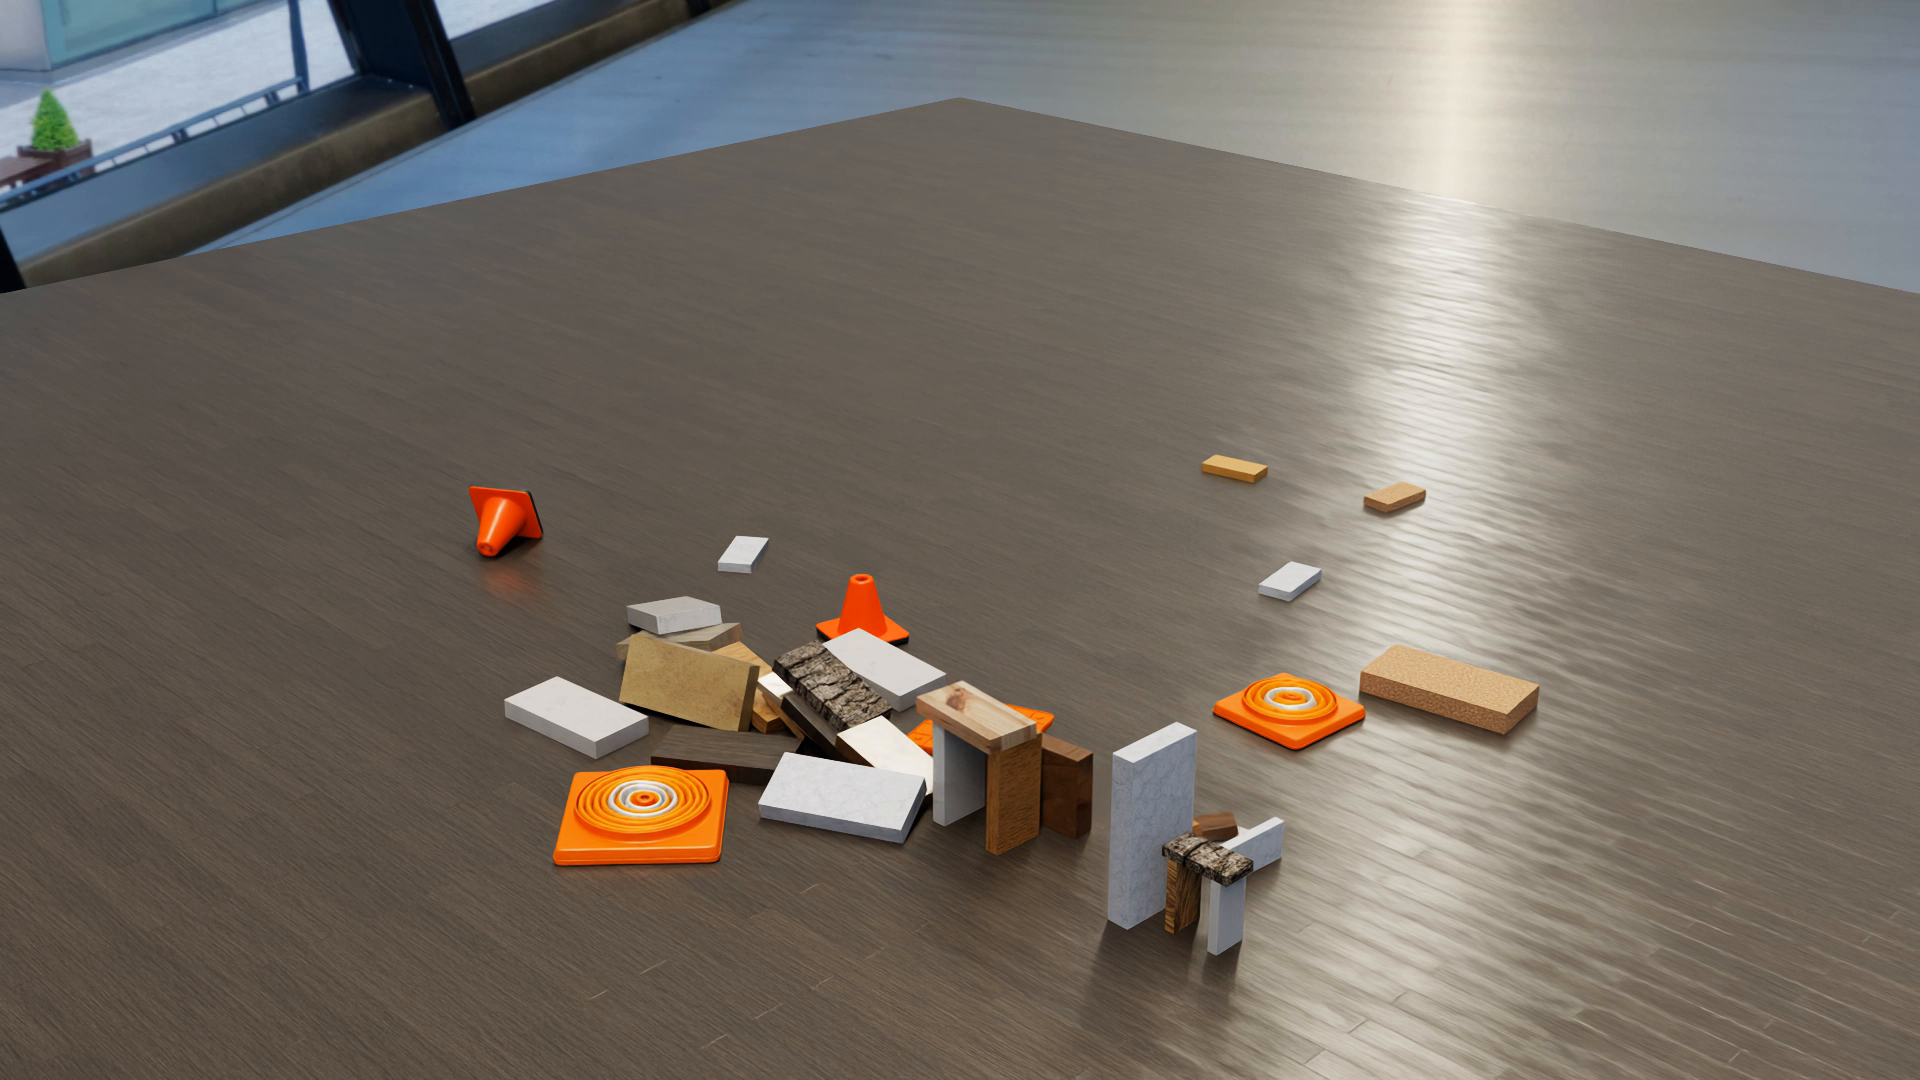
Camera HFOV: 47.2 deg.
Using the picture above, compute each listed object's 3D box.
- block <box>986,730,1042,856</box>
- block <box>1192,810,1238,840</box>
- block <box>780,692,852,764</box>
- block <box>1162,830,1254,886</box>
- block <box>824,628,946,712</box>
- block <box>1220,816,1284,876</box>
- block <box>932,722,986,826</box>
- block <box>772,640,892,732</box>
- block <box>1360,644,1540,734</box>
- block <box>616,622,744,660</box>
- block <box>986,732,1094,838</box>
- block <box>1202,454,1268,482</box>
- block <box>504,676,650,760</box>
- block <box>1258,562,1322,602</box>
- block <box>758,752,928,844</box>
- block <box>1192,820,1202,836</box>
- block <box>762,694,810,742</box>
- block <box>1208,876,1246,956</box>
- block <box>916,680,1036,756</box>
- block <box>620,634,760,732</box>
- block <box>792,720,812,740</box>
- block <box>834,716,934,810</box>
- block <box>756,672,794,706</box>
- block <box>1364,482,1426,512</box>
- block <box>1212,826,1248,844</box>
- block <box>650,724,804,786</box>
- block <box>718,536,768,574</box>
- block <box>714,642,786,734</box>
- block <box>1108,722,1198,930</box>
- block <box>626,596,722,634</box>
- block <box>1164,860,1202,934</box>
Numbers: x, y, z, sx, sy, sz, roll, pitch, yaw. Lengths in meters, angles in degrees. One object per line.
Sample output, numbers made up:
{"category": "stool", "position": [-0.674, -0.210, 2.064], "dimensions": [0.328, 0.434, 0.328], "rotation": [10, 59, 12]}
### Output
{"category": "block", "position": [0.106, 0.491, 4.305], "dimensions": [0.116, 0.232, 0.033], "rotation": [-21, 32, -40]}
{"category": "block", "position": [0.464, 0.571, 4.334], "dimensions": [0.160, 0.023, 0.080], "rotation": [-10, 14, 3]}
{"category": "block", "position": [-0.254, 0.400, 4.669], "dimensions": [0.124, 0.035, 0.247], "rotation": [-21, 51, -40]}
{"category": "block", "position": [0.449, 0.577, 3.986], "dimensions": [0.151, 0.021, 0.076], "rotation": [21, 31, 41]}
{"category": "block", "position": [-0.185, 0.292, 4.991], "dimensions": [0.290, 0.041, 0.145], "rotation": [25, 35, 38]}
{"category": "block", "position": [0.562, 0.600, 4.244], "dimensions": [0.160, 0.080, 0.023], "rotation": [-19, 30, -38]}
{"category": "block", "position": [-0.002, 0.447, 4.410], "dimensions": [0.033, 0.232, 0.116], "rotation": [21, 31, 41]}
{"category": "block", "position": [-0.274, 0.318, 4.707], "dimensions": [0.247, 0.035, 0.124], "rotation": [39, 42, 27]}
{"category": "block", "position": [1.093, 0.330, 4.919], "dimensions": [0.350, 0.050, 0.175], "rotation": [16, 28, 33]}
{"category": "block", "position": [-0.645, 0.233, 5.053], "dimensions": [0.264, 0.037, 0.132], "rotation": [-4, 14, 29]}
{"category": "block", "position": [0.113, 0.462, 4.449], "dimensions": [0.350, 0.175, 0.050], "rotation": [18, 29, 37]}
{"category": "block", "position": [0.775, -0.202, 6.207], "dimensions": [0.166, 0.023, 0.083], "rotation": [15, 27, 31]}
{"category": "block", "position": [-0.838, 0.386, 4.798], "dimensions": [0.301, 0.043, 0.150], "rotation": [18, 29, 37]}
{"category": "block", "position": [0.824, 0.102, 5.488], "dimensions": [0.086, 0.024, 0.173], "rotation": [15, 27, 32]}
{"category": "block", "position": [-0.236, 0.518, 4.430], "dimensions": [0.307, 0.041, 0.145], "rotation": [8, 44, 18]}
{"category": "block", "position": [0.394, 0.560, 4.332], "dimensions": [0.086, 0.024, 0.173], "rotation": [-16, 15, -21]}
{"category": "block", "position": [-0.358, 0.370, 4.778], "dimensions": [0.072, 0.021, 0.145], "rotation": [-22, 59, -40]}
{"category": "block", "position": [0.484, 0.670, 3.987], "dimensions": [0.021, 0.151, 0.076], "rotation": [21, 31, 41]}
{"category": "block", "position": [0.031, 0.347, 4.306], "dimensions": [0.116, 0.033, 0.232], "rotation": [-17, 28, -35]}
{"category": "block", "position": [-0.594, 0.314, 4.822], "dimensions": [0.319, 0.150, 0.043], "rotation": [13, 3, 27]}
{"category": "block", "position": [-0.285, 0.412, 4.716], "dimensions": [0.072, 0.021, 0.145], "rotation": [-22, 47, -40]}
{"category": "block", "position": [-0.132, 0.463, 4.552], "dimensions": [0.124, 0.035, 0.247], "rotation": [-20, 44, -39]}
{"category": "block", "position": [-0.367, 0.337, 4.761], "dimensions": [0.145, 0.021, 0.072], "rotation": [36, 40, 30]}
{"category": "block", "position": [1.189, -0.118, 6.009], "dimensions": [0.166, 0.023, 0.083], "rotation": [-19, 29, -37]}
{"category": "block", "position": [0.504, 0.603, 4.310], "dimensions": [0.080, 0.023, 0.160], "rotation": [18, 29, 36]}
{"category": "block", "position": [-0.489, 0.455, 4.636], "dimensions": [0.290, 0.041, 0.145], "rotation": [5, 24, 12]}
{"category": "block", "position": [-0.555, 0.037, 5.643], "dimensions": [0.086, 0.024, 0.173], "rotation": [4, 23, 10]}
{"category": "block", "position": [-0.460, 0.326, 4.867], "dimensions": [0.132, 0.037, 0.264], "rotation": [-21, 44, -40]}
{"category": "block", "position": [0.355, 0.528, 4.067], "dimensions": [0.175, 0.350, 0.050], "rotation": [-21, 31, -40]}
{"category": "block", "position": [-0.675, 0.176, 5.173], "dimensions": [0.150, 0.043, 0.301], "rotation": [-9, 6, -21]}
{"category": "block", "position": [0.413, 0.643, 4.053], "dimensions": [0.021, 0.151, 0.076], "rotation": [21, 31, 41]}
